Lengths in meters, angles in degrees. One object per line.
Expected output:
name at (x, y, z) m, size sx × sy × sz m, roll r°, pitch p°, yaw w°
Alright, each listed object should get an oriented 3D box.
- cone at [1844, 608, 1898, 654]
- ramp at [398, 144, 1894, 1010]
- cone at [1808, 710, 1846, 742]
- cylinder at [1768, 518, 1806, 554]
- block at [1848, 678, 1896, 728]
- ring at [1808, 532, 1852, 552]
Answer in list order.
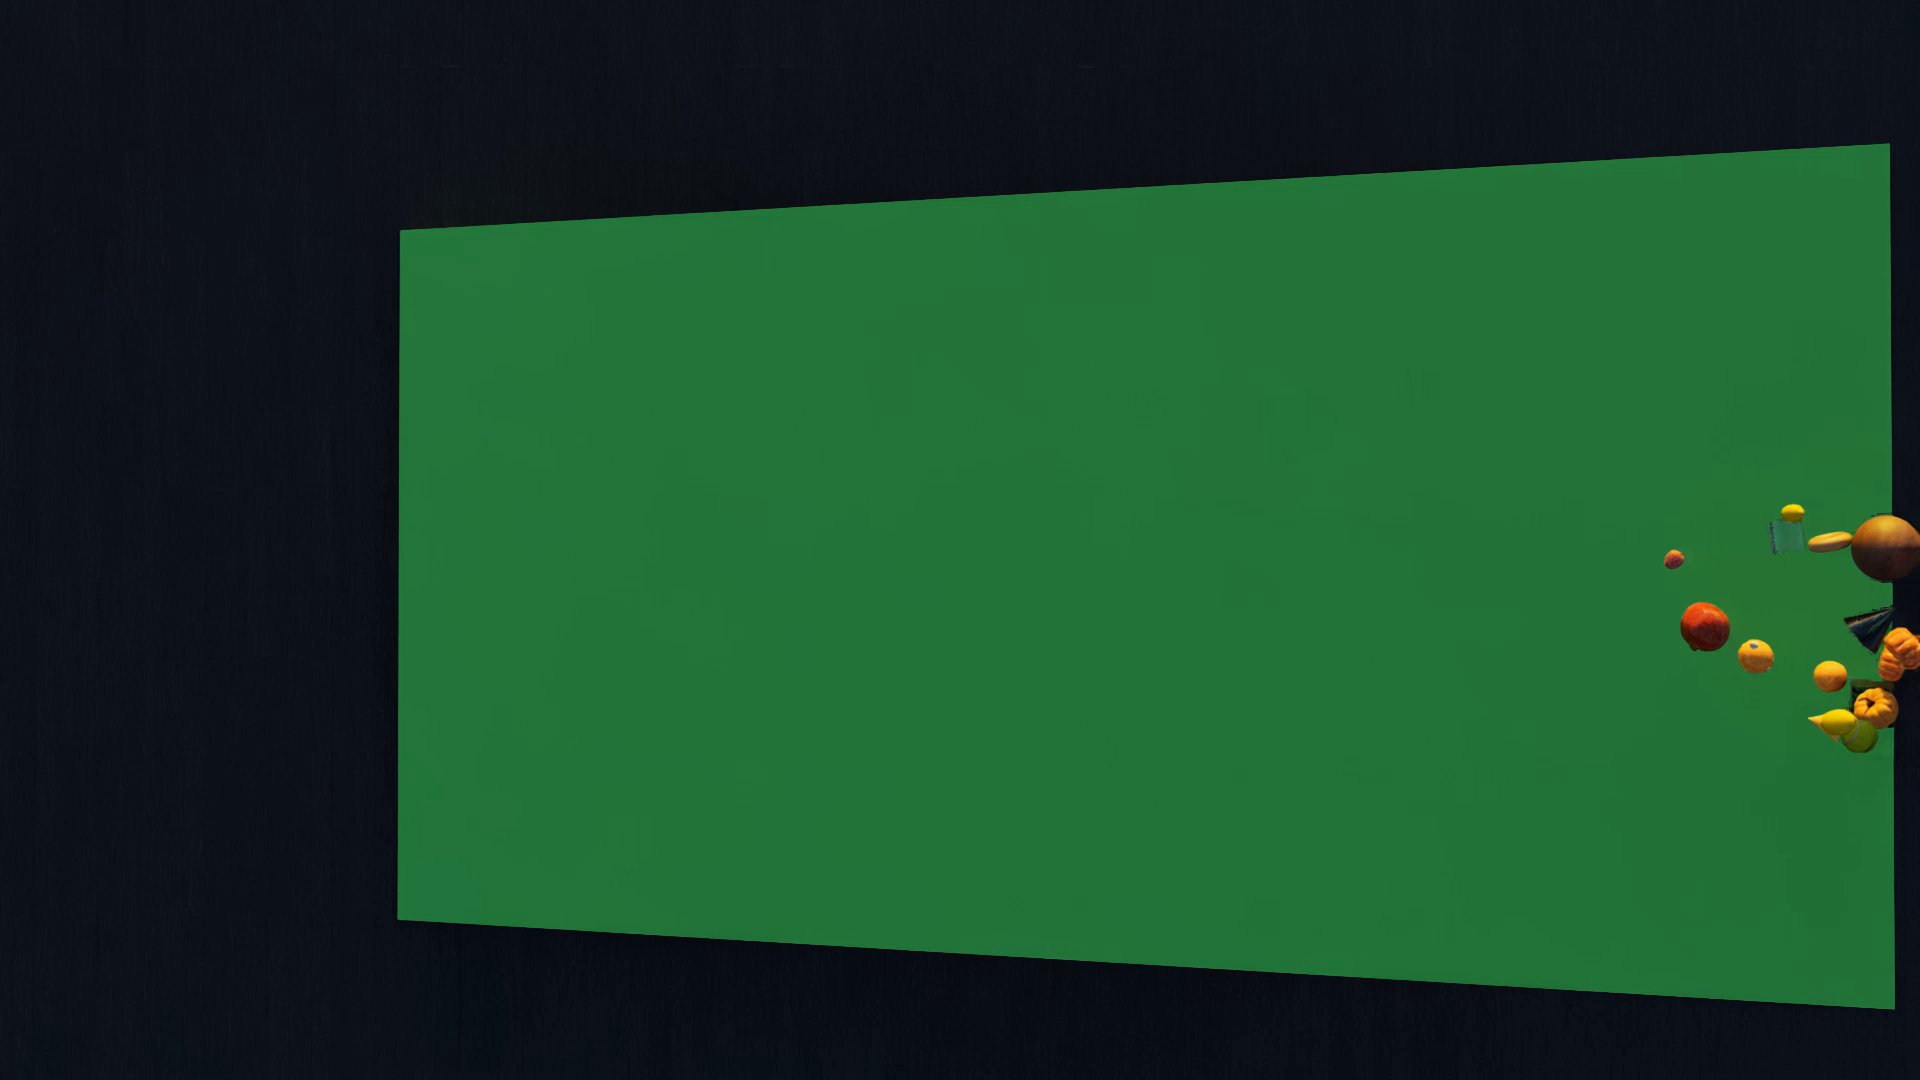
cone at (1.558, 0.138, 3.727) m, size 0.078 × 0.078 × 0.078 m, roll 46°, pitch 114°, yaw 1°
ramp at (0.279, 0.091, 5.777) m, size 4.000 × 0.100 × 2.000 m, roll 0°, pitch 89°, yaw 19°
cone at (1.894, 0.400, 4.820) m, size 0.072 × 0.072 × 0.072 m, roll 15°, pitch 89°, yaw 32°
cylinder at (1.833, -0.010, 4.871) m, size 0.071 × 0.071 × 0.071 m, roll -7°, pitch 86°, yaw 0°
block at (2.041, 0.365, 4.926) m, size 0.087 × 0.087 × 0.087 m, roll 4°, pitch 99°, yaw 19°
ring at (1.734, 0.005, 4.381) m, size 0.084 × 0.084 × 0.028 m, roll -14°, pitch 94°, yaw 0°
